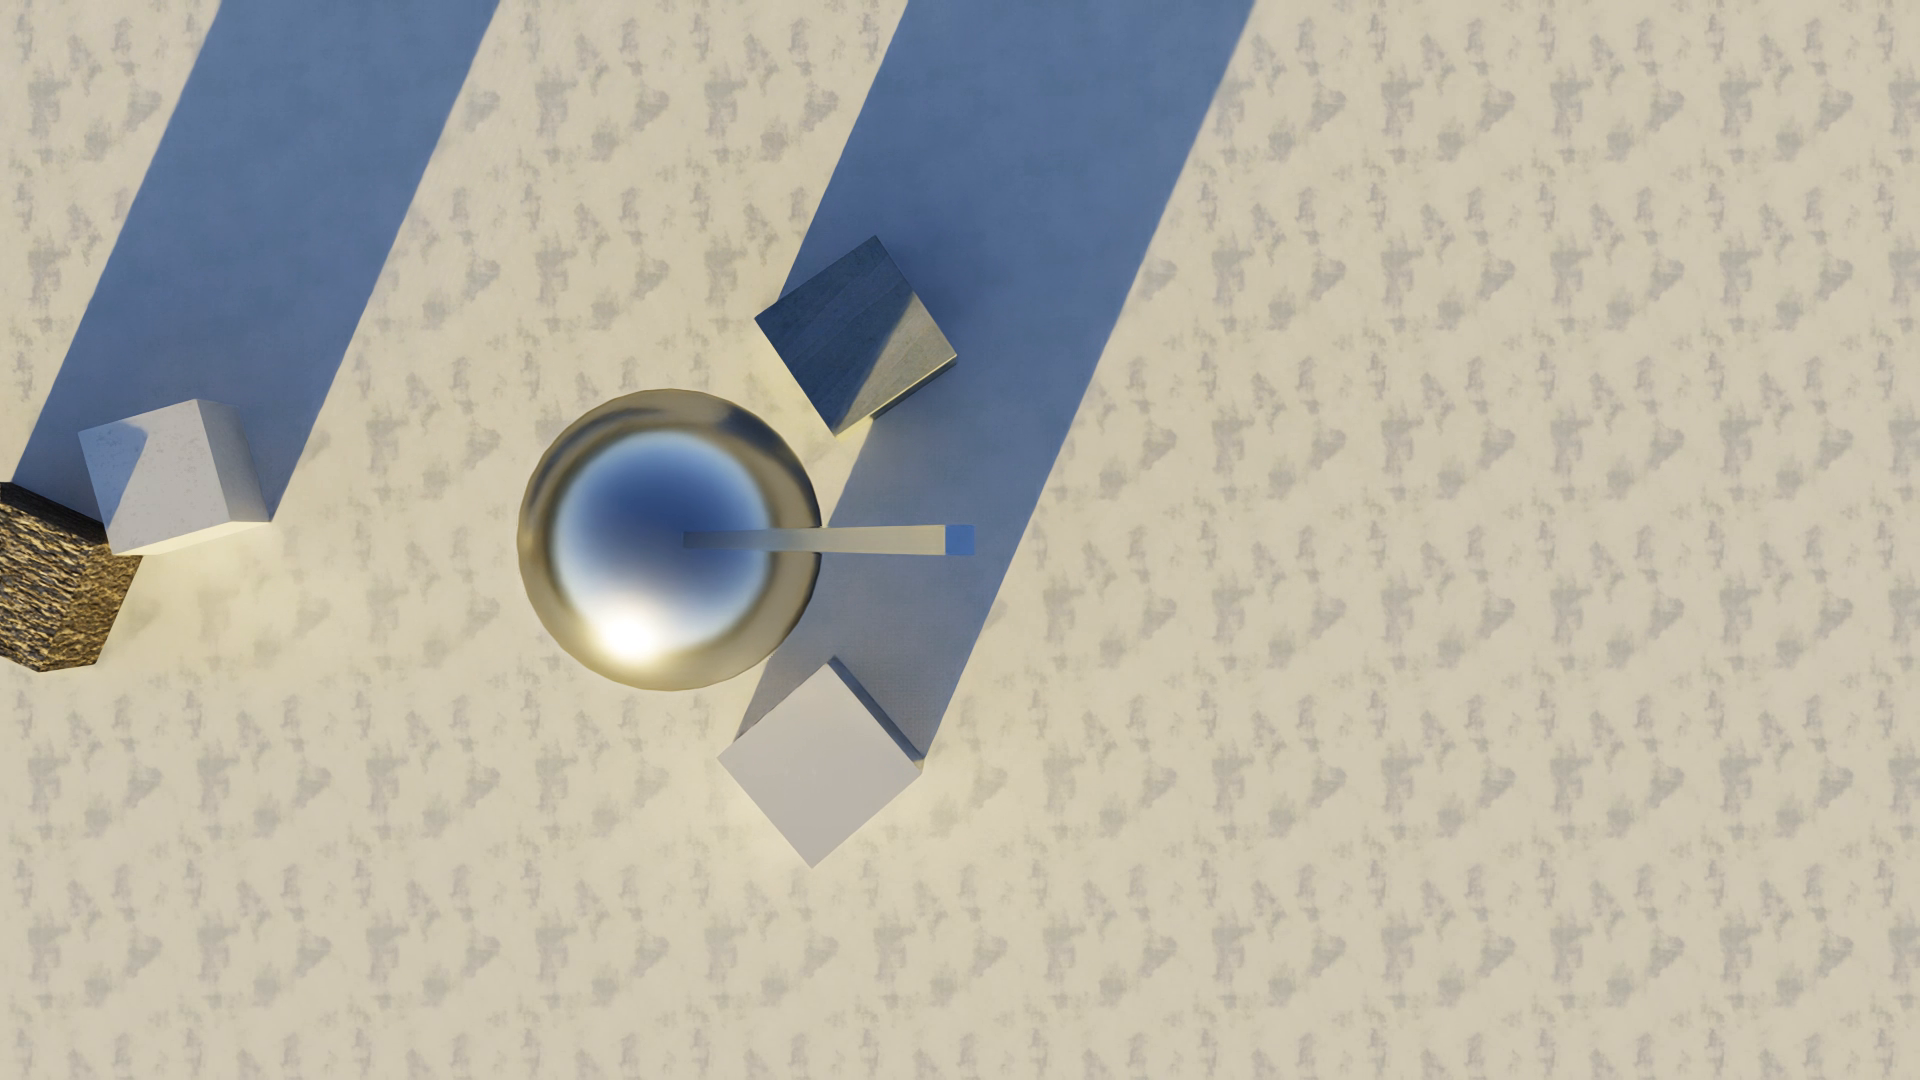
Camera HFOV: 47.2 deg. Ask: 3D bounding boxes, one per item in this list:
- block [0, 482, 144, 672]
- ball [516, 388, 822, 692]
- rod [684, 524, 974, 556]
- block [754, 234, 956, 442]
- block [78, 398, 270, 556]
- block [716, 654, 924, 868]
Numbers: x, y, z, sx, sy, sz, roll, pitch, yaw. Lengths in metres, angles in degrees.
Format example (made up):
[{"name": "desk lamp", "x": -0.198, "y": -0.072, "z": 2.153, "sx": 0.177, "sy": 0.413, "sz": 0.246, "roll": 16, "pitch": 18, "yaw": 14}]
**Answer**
[{"name": "block", "x": -5.361, "y": 0.197, "z": 12.599, "sx": 0.893, "sy": 0.803, "sz": 0.782, "roll": 24, "pitch": 90, "yaw": 0}, {"name": "ball", "x": -1.521, "y": 0.000, "z": 11.583, "sx": 1.600, "sy": 1.600, "sz": 1.600, "roll": 0, "pitch": 90, "yaw": 0}, {"name": "rod", "x": -0.659, "y": 0.000, "z": 8.294, "sx": 0.080, "sy": 5.200, "sz": 0.080, "roll": 0, "pitch": 90, "yaw": -15}, {"name": "block", "x": -0.588, "y": -1.142, "z": 12.652, "sx": 0.827, "sy": 0.696, "sz": 0.809, "roll": -34, "pitch": 90, "yaw": 0}, {"name": "block", "x": -4.500, "y": -0.353, "z": 12.641, "sx": 0.688, "sy": 0.718, "sz": 0.716, "roll": -16, "pitch": 90, "yaw": 0}, {"name": "block", "x": -0.779, "y": 1.249, "z": 12.581, "sx": 0.808, "sy": 0.838, "sz": 0.813, "roll": -41, "pitch": 90, "yaw": 0}]
